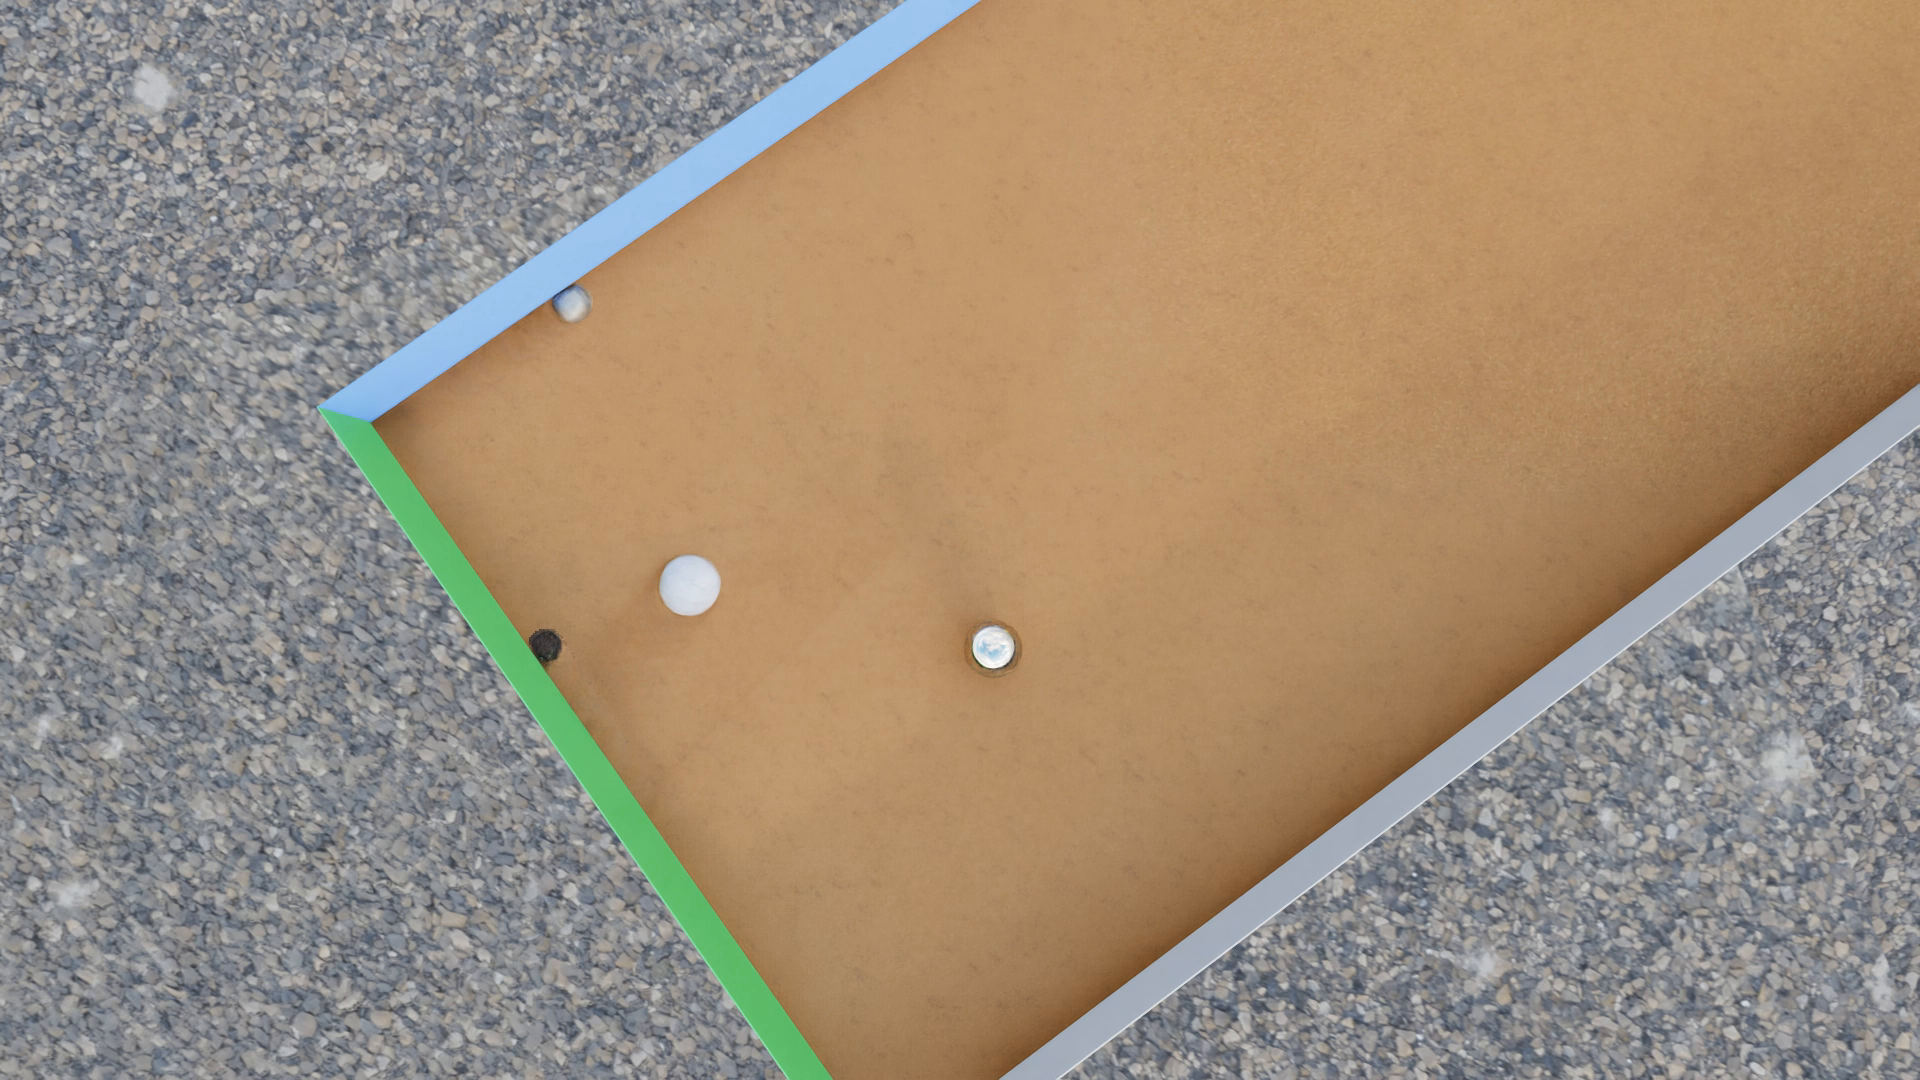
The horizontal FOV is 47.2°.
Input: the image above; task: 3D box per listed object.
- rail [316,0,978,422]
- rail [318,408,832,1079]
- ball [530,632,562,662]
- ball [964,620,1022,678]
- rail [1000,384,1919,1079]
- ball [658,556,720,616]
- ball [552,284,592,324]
[{"bbox_3d":[0.122,-0.930,3.425,2.619,0.117,0.045,-36,82,-6],"label":"rail"},{"bbox_3d":[-0.509,0.363,3.195,0.045,0.117,1.419,-36,82,-6],"label":"rail"},{"bbox_3d":[-0.614,0.159,3.268,0.046,0.046,0.046,0,80,0],"label":"ball"},{"bbox_3d":[0.049,0.161,3.247,0.087,0.087,0.087,0,80,0],"label":"ball"},{"bbox_3d":[0.934,0.159,3.232,2.619,0.117,0.045,-36,82,-6],"label":"rail"},{"bbox_3d":[-0.402,0.068,3.262,0.090,0.090,0.090,0,80,0],"label":"ball"},{"bbox_3d":[-0.591,-0.361,3.354,0.059,0.059,0.059,0,80,0],"label":"ball"}]
